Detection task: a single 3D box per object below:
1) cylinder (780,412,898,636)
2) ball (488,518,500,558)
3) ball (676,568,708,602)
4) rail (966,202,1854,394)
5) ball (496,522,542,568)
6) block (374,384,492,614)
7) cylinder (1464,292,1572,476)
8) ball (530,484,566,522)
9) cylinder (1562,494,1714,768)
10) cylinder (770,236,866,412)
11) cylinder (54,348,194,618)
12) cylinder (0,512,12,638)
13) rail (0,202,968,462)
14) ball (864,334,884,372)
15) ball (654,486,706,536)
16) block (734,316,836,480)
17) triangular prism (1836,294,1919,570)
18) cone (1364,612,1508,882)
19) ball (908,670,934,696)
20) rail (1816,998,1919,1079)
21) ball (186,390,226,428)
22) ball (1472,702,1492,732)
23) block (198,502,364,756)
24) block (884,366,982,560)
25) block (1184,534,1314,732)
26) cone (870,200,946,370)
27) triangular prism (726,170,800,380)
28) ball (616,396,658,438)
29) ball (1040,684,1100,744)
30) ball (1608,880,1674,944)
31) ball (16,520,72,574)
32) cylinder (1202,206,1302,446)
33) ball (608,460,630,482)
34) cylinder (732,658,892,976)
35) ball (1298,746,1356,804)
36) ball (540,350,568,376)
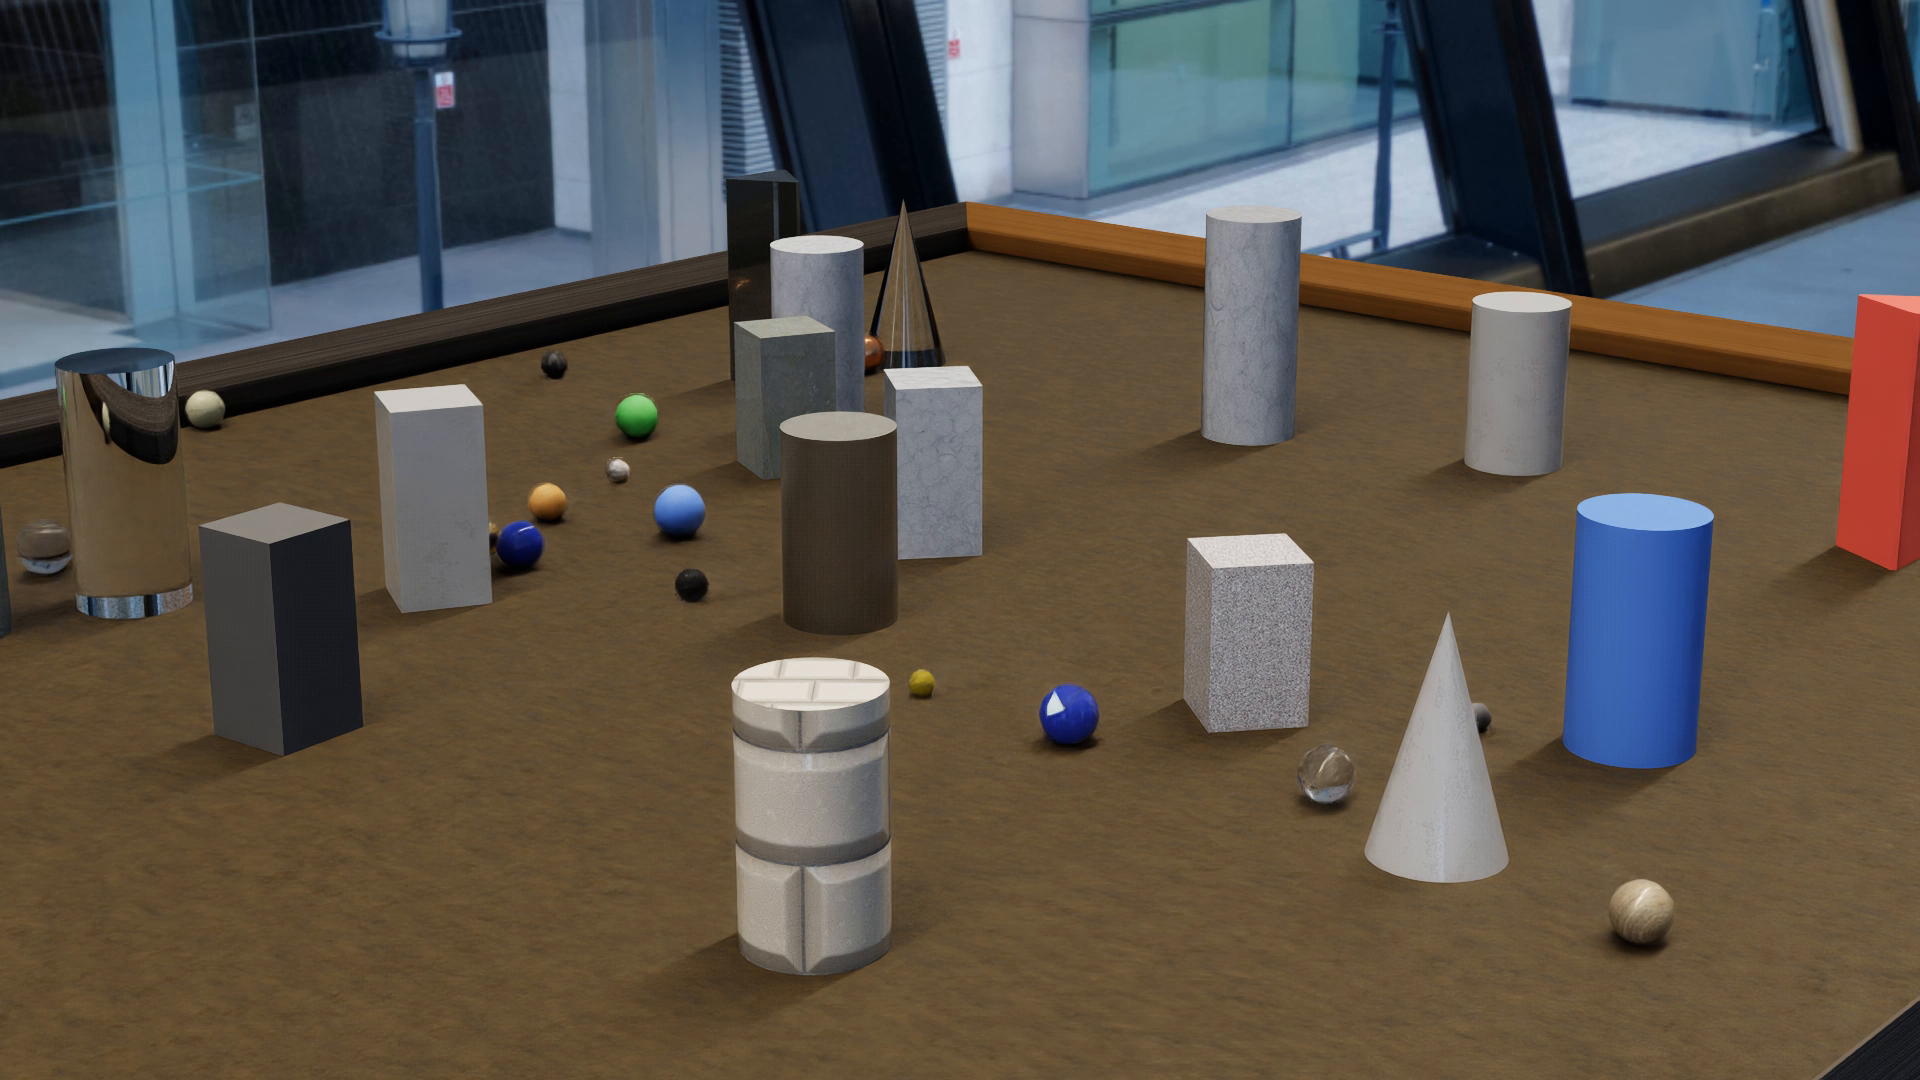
[{"bbox_3d":[-0.204,-0.030,4.965,0.197,0.337,0.197,0,17,0],"label":"cylinder"},{"bbox_3d":[-0.875,-0.002,5.314,0.084,0.084,0.084,0,17,0],"label":"ball"},{"bbox_3d":[-0.465,0.078,5.091,0.058,0.058,0.058,0,17,0],"label":"ball"},{"bbox_3d":[1.550,-0.483,6.829,4.102,0.128,0.045,14,22,39],"label":"rail"},{"bbox_3d":[-0.793,0.009,5.277,0.084,0.084,0.084,0,17,0],"label":"ball"},{"bbox_3d":[-0.912,-0.073,5.080,0.157,0.355,0.157,-6,18,-20],"label":"block"},{"bbox_3d":[1.126,-0.317,5.923,0.197,0.335,0.197,0,17,0],"label":"cylinder"},{"bbox_3d":[-0.782,-0.071,5.565,0.071,0.071,0.071,0,17,0],"label":"ball"},{"bbox_3d":[1.009,0.134,4.372,0.197,0.367,0.197,0,17,0],"label":"cylinder"},{"bbox_3d":[-0.301,-0.435,6.221,0.197,0.389,0.197,0,17,0],"label":"cylinder"},{"bbox_3d":[-1.434,-0.099,5.037,0.197,0.429,0.197,0,17,0],"label":"cylinder"},{"bbox_3d":[-1.697,-0.022,4.882,0.197,0.370,0.197,0,17,0],"label":"cylinder"},{"bbox_3d":[-1.531,-0.352,6.392,0.045,0.128,4.774,14,22,39],"label":"rail"},{"bbox_3d":[-0.218,-0.429,6.724,0.086,0.086,0.086,0,17,0],"label":"ball"},{"bbox_3d":[-0.522,-0.054,5.464,0.096,0.096,0.096,0,17,0],"label":"ball"},{"bbox_3d":[-0.352,-0.288,5.907,0.157,0.289,0.157,-7,18,-22],"label":"block"},{"bbox_3d":[1.677,-0.203,5.310,0.148,0.471,0.170,14,22,38],"label":"triangular prism"},{"bbox_3d":[0.653,0.263,3.971,0.197,0.351,0.197,0,17,0],"label":"cone"},{"bbox_3d":[-0.061,0.226,4.629,0.042,0.042,0.042,0,17,0],"label":"ball"},{"bbox_3d":[1.531,0.416,3.848,0.045,0.128,4.774,14,22,39],"label":"rail"},{"bbox_3d":[-1.604,-0.278,6.234,0.081,0.081,0.081,0,17,0],"label":"ball"},{"bbox_3d":[0.789,0.271,4.478,0.044,0.044,0.044,0,17,0],"label":"ball"},{"bbox_3d":[-1.026,0.133,4.436,0.157,0.332,0.157,12,21,35],"label":"block"},{"bbox_3d":[-0.050,-0.143,5.375,0.157,0.318,0.157,-3,17,-9],"label":"block"},{"bbox_3d":[0.443,0.142,4.524,0.157,0.263,0.157,-3,17,-9],"label":"block"},{"bbox_3d":[-0.130,-0.599,6.775,0.197,0.384,0.197,0,17,0],"label":"cone"},{"bbox_3d":[-0.420,-0.598,6.639,0.170,0.460,0.148,5,17,15],"label":"triangular prism"},{"bbox_3d":[-0.678,-0.259,6.155,0.090,0.090,0.090,0,17,0],"label":"ball"},{"bbox_3d":[0.165,0.262,4.423,0.091,0.091,0.091,0,17,0],"label":"ball"},{"bbox_3d":[0.869,0.474,3.738,0.082,0.082,0.082,0,17,0],"label":"ball"},{"bbox_3d":[-1.635,0.013,5.238,0.097,0.097,0.097,0,17,0],"label":"ball"},{"bbox_3d":[0.608,-0.450,6.131,0.197,0.469,0.197,0,17,0],"label":"cylinder"},{"bbox_3d":[-0.678,-0.138,5.833,0.043,0.043,0.043,0,17,0],"label":"ball"},{"bbox_3d":[-0.185,0.346,3.696,0.197,0.351,0.197,0,17,0],"label":"cylinder"},{"bbox_3d":[0.525,0.335,4.196,0.083,0.083,0.083,0,17,0],"label":"ball"},{"bbox_3d":[-0.925,-0.402,6.679,0.060,0.060,0.060,0,17,0],"label":"ball"}]
